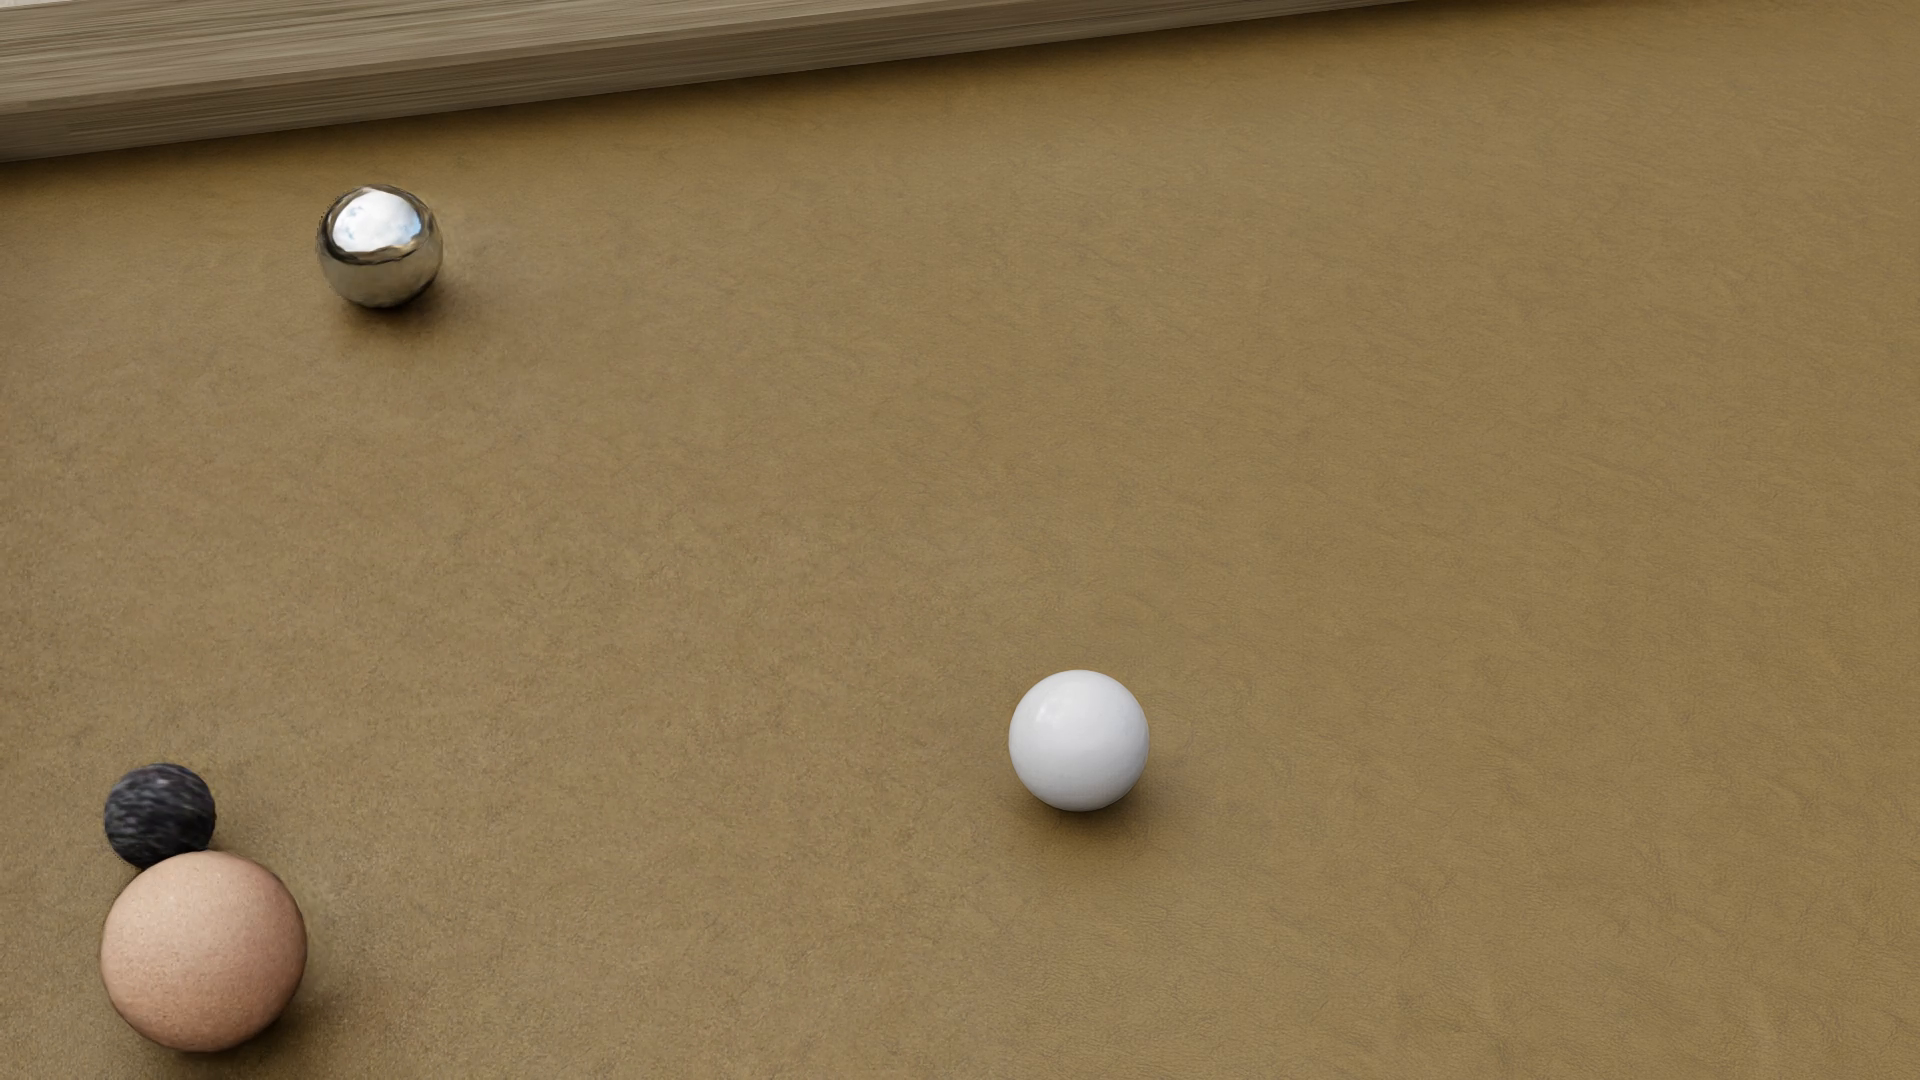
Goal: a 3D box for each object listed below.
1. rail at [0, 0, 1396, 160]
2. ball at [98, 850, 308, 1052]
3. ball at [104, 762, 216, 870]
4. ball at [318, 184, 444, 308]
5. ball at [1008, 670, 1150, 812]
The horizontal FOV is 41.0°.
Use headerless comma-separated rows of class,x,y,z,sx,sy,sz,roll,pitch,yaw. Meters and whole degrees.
rail,0.479,-0.543,2.297,2.782,0.129,0.045,-9,36,-12
ball,-0.377,0.205,1.279,0.100,0.100,0.100,0,36,0
ball,-0.433,0.150,1.391,0.058,0.058,0.058,0,36,0
ball,-0.423,-0.214,1.873,0.090,0.090,0.090,0,36,0
ball,0.066,0.112,1.427,0.079,0.079,0.079,0,36,0
